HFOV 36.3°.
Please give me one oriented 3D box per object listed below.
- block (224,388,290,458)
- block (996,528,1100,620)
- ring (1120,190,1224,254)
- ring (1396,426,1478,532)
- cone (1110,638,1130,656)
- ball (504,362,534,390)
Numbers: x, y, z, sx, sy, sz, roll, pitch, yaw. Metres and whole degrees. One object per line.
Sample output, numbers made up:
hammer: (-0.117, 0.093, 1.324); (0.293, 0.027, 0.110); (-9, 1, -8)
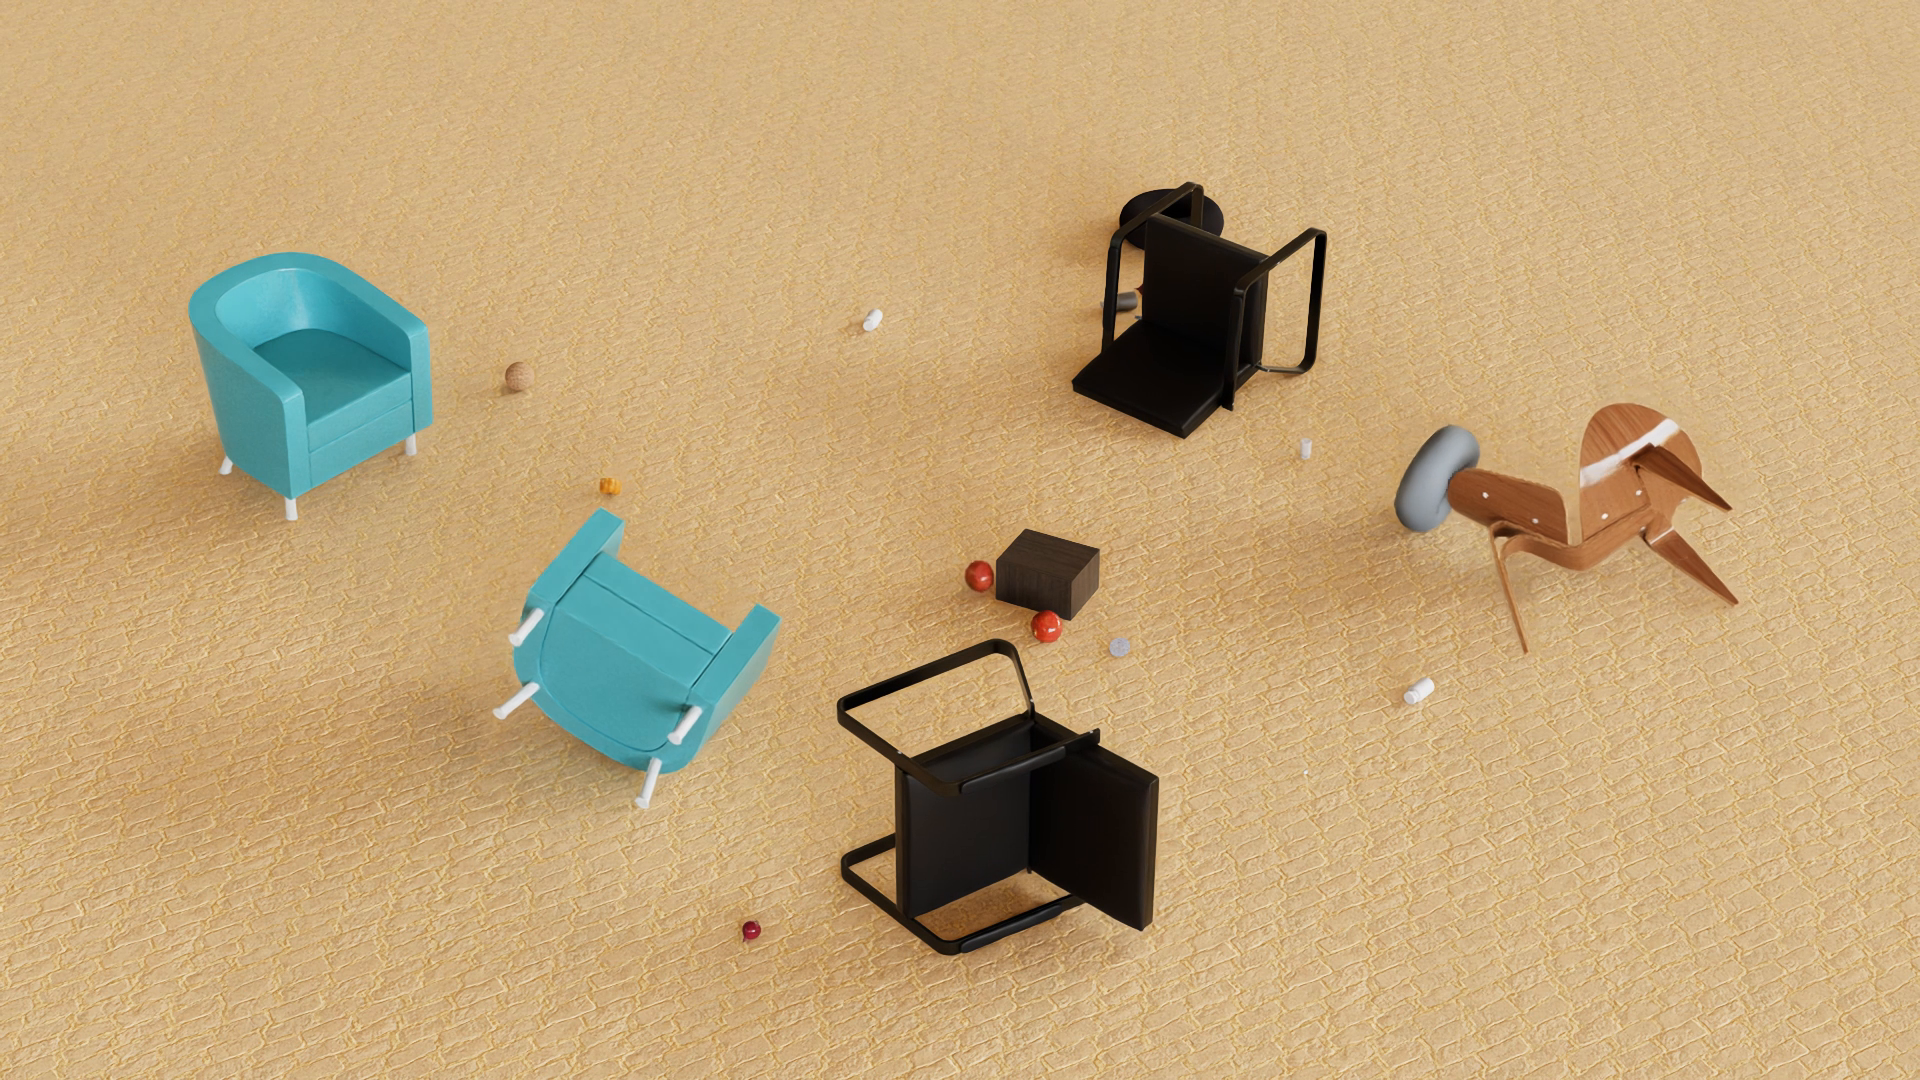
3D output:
block: (-2.754, -0.459, 11.477); (0.180, 0.181, 0.146); (22, 39, 30)
block: (0.317, 0.124, 10.603); (0.301, 0.169, 0.238); (16, 37, 23)
ring: (0.934, -1.405, 12.934); (0.463, 0.159, 0.459); (3, 32, 6)
ring: (1.771, -0.228, 10.886); (0.165, 0.484, 0.405); (35, 66, 18)
cone: (0.550, 0.376, 10.347); (0.080, 0.067, 0.063); (-7, 5, -22)
ball: (-1.778, -0.661, 11.840); (0.118, 0.118, 0.118); (0, 33, 0)
